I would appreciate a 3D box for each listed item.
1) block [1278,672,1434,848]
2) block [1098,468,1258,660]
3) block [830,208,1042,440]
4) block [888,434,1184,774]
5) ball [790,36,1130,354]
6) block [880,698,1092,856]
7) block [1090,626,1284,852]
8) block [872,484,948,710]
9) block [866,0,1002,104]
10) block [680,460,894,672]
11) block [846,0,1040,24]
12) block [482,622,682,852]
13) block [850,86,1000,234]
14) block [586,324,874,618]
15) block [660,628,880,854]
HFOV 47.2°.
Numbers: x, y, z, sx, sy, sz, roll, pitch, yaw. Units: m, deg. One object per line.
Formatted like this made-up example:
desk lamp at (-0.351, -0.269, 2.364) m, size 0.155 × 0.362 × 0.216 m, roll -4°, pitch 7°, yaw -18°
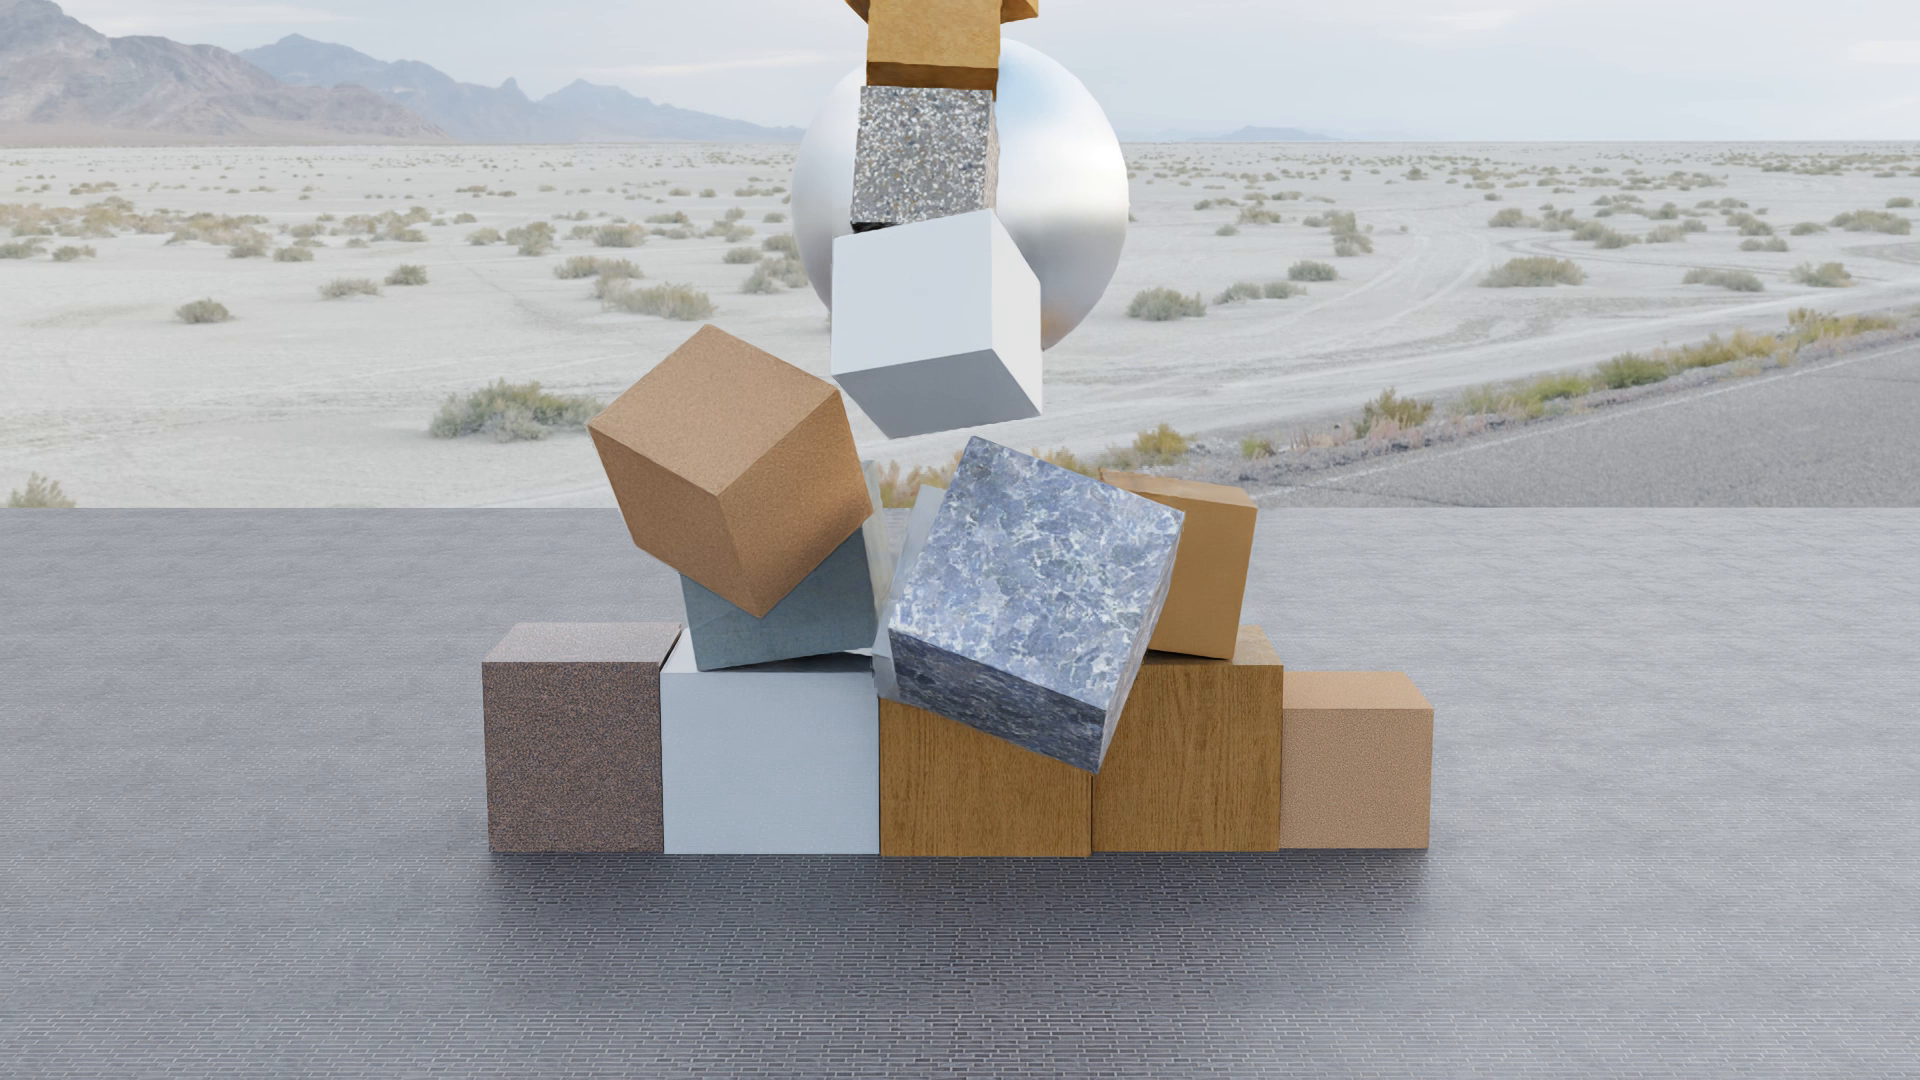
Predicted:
block at (1.979, 1.123, 11.368) m, size 0.751 × 0.723 × 0.781 m, roll 0°, pitch 10°, yaw 0°
block at (1.039, 0.112, 11.166) m, size 0.745 × 0.774 × 0.643 m, roll 8°, pitch 10°, yaw -2°
block at (-0.086, -0.866, 8.958) m, size 0.673 × 0.623 × 0.634 m, roll -8°, pitch -24°, yaw 18°
block at (0.326, 0.297, 9.397) m, size 0.940 × 0.904 × 1.035 m, roll 20°, pitch -18°, yaw 9°
ball at (0.000, -1.581, 10.379) m, size 1.600 × 1.600 × 1.600 m, roll 0°, pitch 10°, yaw 0°
block at (0.133, 0.959, 11.346) m, size 1.041 × 1.055 × 1.046 m, roll 0°, pitch 10°, yaw 1°
block at (1.127, 1.006, 11.357) m, size 0.934 × 0.958 × 0.905 m, roll 0°, pitch 10°, yaw 0°
block at (0.128, 0.355, 10.372) m, size 0.859 × 0.840 × 0.796 m, roll 14°, pitch -18°, yaw 5°
block at (-0.114, -2.118, 9.420) m, size 0.548 × 0.552 × 0.561 m, roll 3°, pitch -21°, yaw -1°
block at (-0.869, 0.113, 11.154) m, size 0.925 × 0.800 × 0.885 m, roll -8°, pitch 10°, yaw 5°
block at (-0.120, -2.709, 9.760) m, size 0.749 × 0.653 × 0.691 m, roll -5°, pitch -16°, yaw 21°
block at (-1.919, 0.999, 11.347) m, size 0.871 × 0.975 × 0.898 m, roll 0°, pitch 10°, yaw 0°
block at (-0.135, -1.495, 9.224) m, size 0.535 × 0.583 × 0.637 m, roll 3°, pitch -11°, yaw 5°
block at (-1.052, -0.330, 10.225) m, size 0.863 × 0.815 × 0.790 m, roll 28°, pitch 59°, yaw 33°
block at (-0.938, 1.019, 11.372) m, size 1.071 × 0.926 × 0.999 m, roll 0°, pitch 10°, yaw 0°
